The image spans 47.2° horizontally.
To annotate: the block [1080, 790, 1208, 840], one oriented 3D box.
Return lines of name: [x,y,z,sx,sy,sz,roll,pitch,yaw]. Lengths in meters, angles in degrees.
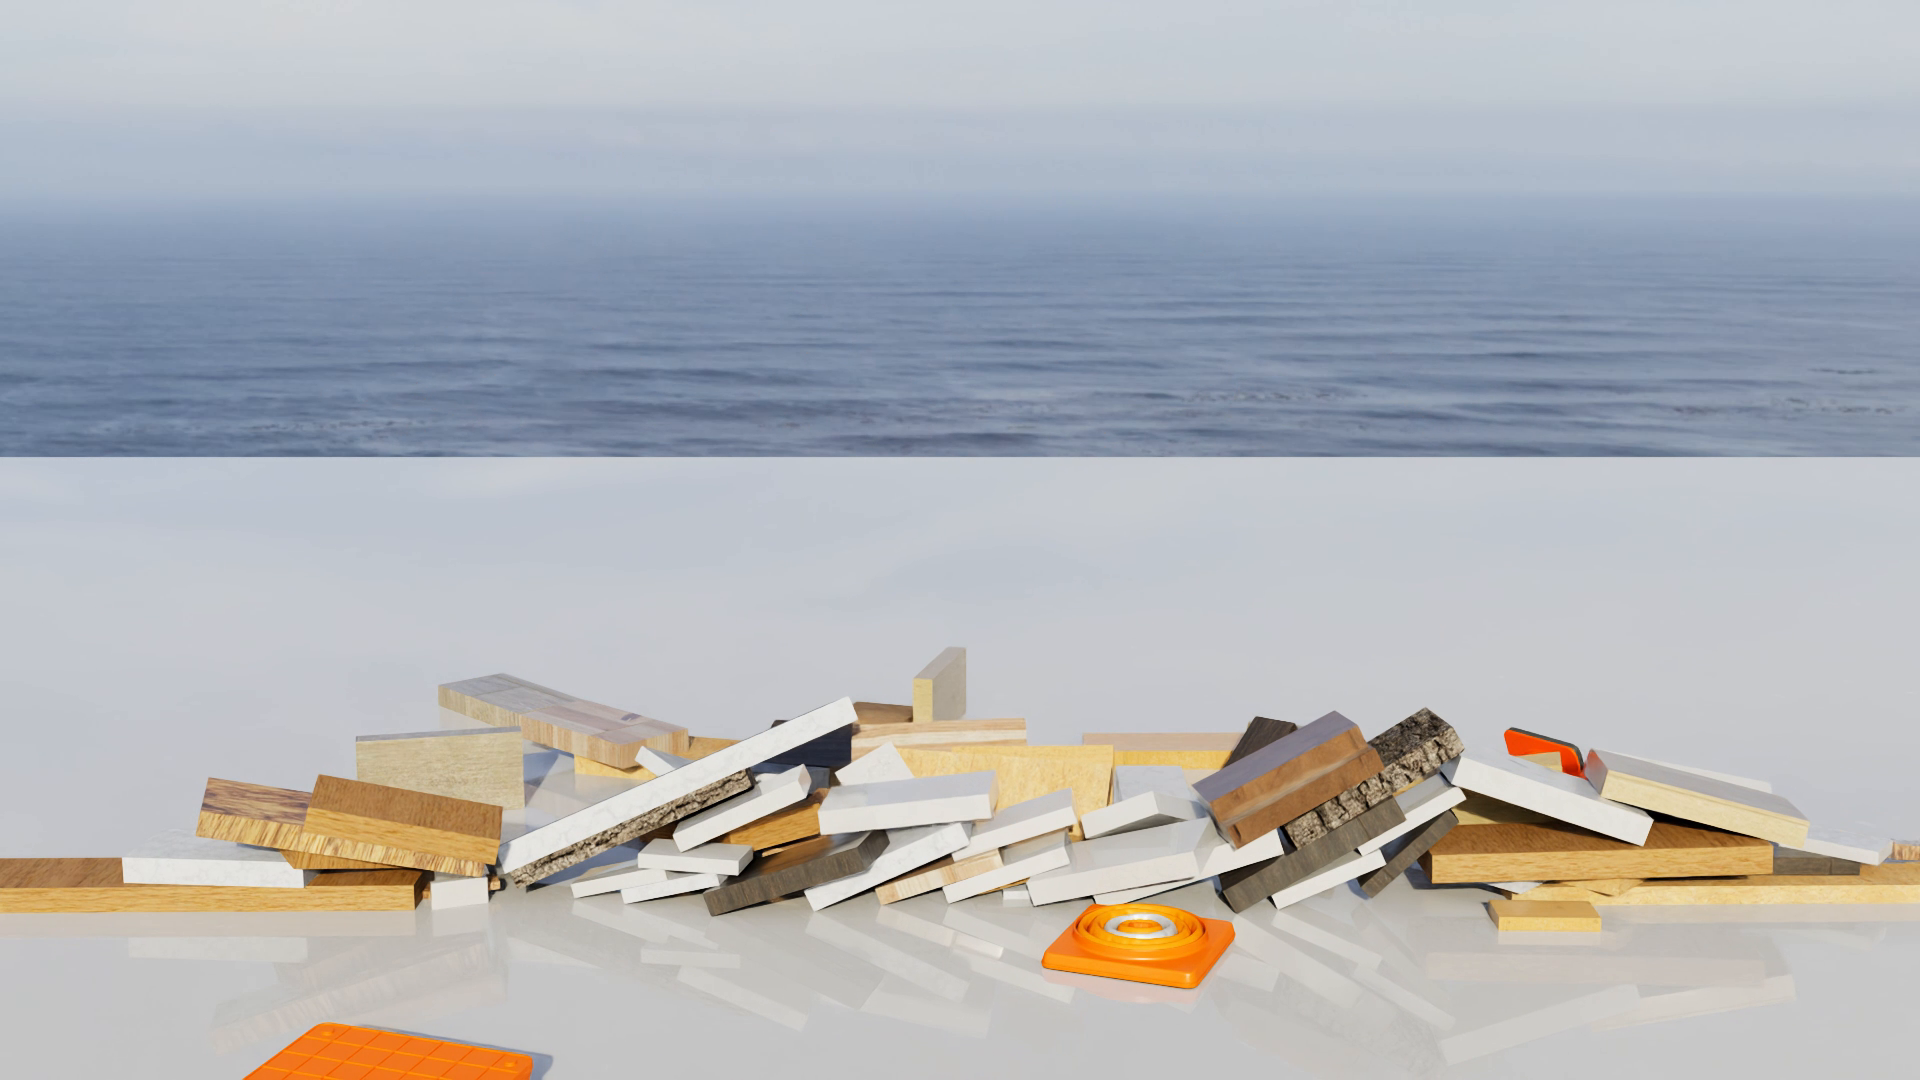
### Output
block: [0.328,0.481,3.748,0.136,0.039,0.273,-23,-22,23]

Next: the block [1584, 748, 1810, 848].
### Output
block: [1.220,0.427,3.654,0.330,0.047,0.165,14,9,5]

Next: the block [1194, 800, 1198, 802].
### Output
block: [0.536,0.487,3.962,0.270,0.038,0.135,-12,10,4]

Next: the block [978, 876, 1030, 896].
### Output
block: [0.069,0.569,3.671,0.094,0.013,0.047,-14,8,-10]

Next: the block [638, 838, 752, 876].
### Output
block: [-0.434,0.520,3.609,0.169,0.024,0.085,3,10,10]

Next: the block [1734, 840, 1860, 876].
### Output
block: [1.387,0.533,3.715,0.222,0.031,0.111,0,11,0]

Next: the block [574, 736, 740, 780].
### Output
block: [-0.581,0.434,4.383,0.330,0.047,0.165,3,11,17]

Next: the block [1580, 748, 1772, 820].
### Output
block: [1.224,0.460,3.800,0.307,0.153,0.043,11,36,4]

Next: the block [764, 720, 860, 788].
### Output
block: [-0.214,0.425,4.320,0.354,0.050,0.177,2,23,11]

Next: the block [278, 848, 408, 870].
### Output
block: [-0.988,0.497,3.674,0.300,0.042,0.150,6,14,-37]

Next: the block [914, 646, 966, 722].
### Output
block: [-0.041,0.331,4.666,0.041,0.146,0.292,3,11,14]

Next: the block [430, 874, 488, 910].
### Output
block: [-0.822,0.578,3.608,0.091,0.045,0.013,-4,11,-22]

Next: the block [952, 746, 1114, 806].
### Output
block: [0.126,0.436,3.877,0.288,0.041,0.144,-1,54,8]

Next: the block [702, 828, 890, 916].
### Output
block: [-0.266,0.535,3.587,0.281,0.040,0.140,-19,5,17]

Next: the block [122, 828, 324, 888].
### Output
block: [-1.210,0.528,3.652,0.302,0.043,0.151,1,11,5]

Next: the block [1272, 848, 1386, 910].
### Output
block: [0.601,0.545,3.628,0.191,0.027,0.095,-24,9,5]

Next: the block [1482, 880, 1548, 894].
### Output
block: [0.940,0.547,3.658,0.081,0.023,0.161,12,17,43]

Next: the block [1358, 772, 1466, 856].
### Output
block: [0.731,0.447,3.612,0.191,0.027,0.095,-30,8,6]

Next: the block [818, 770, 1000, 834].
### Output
block: [-0.083,0.431,3.622,0.281,0.040,0.140,-7,9,8]

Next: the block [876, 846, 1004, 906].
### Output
block: [-0.032,0.544,3.651,0.212,0.030,0.106,-18,9,5]

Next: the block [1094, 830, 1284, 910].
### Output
block: [0.369,0.522,3.652,0.315,0.045,0.158,-18,10,3]

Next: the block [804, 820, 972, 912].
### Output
block: [-0.116,0.518,3.633,0.281,0.040,0.140,-24,9,7]

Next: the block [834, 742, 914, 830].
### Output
block: [-0.112,0.465,3.794,0.113,0.032,0.225,-29,57,-11]

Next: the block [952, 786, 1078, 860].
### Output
block: [0.089,0.470,3.646,0.212,0.030,0.106,-18,9,6]

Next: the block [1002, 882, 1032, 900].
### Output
block: [0.117,0.584,3.666,0.094,0.013,0.047,-1,11,-4]

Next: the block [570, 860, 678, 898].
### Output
block: [-0.552,0.556,3.659,0.169,0.024,0.085,-13,7,15]

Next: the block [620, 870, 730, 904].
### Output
block: [-0.466,0.562,3.635,0.169,0.024,0.085,-13,6,14]

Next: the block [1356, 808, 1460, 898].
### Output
block: [0.732,0.503,3.617,0.191,0.027,0.095,-43,7,8]

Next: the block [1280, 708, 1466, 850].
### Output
block: [0.664,0.391,3.621,0.315,0.045,0.158,-31,8,0]

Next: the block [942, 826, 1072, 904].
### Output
block: [0.079,0.538,3.648,0.212,0.030,0.106,-20,9,8]

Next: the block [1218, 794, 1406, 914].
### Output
block: [0.575,0.496,3.629,0.315,0.045,0.157,-30,8,7]

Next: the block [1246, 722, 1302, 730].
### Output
block: [0.686,0.404,4.490,0.183,0.026,0.091,7,12,-27]
